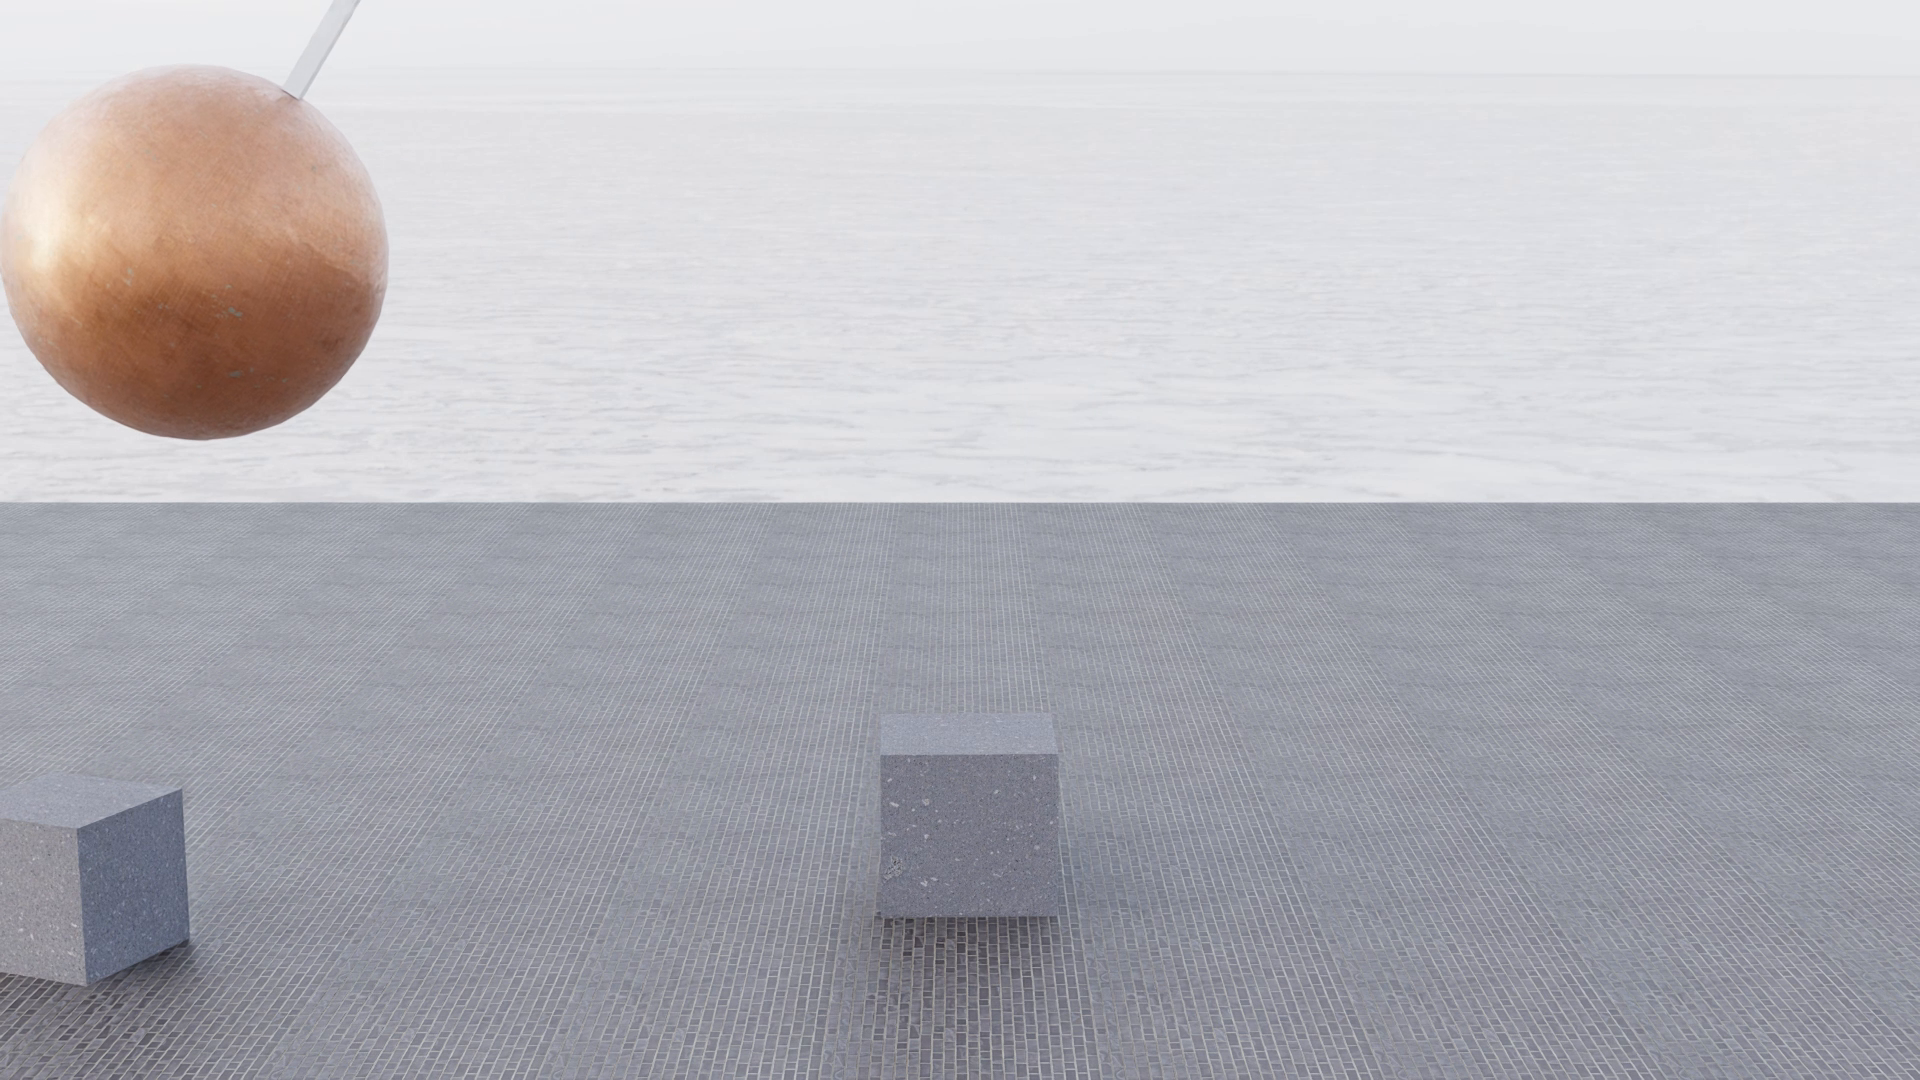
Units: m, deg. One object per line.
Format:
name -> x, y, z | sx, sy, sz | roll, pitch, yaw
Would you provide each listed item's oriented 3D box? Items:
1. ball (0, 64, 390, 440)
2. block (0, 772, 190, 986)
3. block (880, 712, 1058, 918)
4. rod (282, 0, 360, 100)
ball -> -3.256, -1.223, 10.958 | 1.600, 1.600, 1.600 | 0, 10, 0
block -> -3.591, 1.353, 10.345 | 0.663, 0.637, 0.615 | 4, 11, 22
block -> 0.032, 1.179, 11.101 | 0.745, 0.708, 0.701 | 0, 10, -1
rod -> -1.411, -4.033, 10.447 | 0.080, 5.200, 0.080 | 32, 9, -6
